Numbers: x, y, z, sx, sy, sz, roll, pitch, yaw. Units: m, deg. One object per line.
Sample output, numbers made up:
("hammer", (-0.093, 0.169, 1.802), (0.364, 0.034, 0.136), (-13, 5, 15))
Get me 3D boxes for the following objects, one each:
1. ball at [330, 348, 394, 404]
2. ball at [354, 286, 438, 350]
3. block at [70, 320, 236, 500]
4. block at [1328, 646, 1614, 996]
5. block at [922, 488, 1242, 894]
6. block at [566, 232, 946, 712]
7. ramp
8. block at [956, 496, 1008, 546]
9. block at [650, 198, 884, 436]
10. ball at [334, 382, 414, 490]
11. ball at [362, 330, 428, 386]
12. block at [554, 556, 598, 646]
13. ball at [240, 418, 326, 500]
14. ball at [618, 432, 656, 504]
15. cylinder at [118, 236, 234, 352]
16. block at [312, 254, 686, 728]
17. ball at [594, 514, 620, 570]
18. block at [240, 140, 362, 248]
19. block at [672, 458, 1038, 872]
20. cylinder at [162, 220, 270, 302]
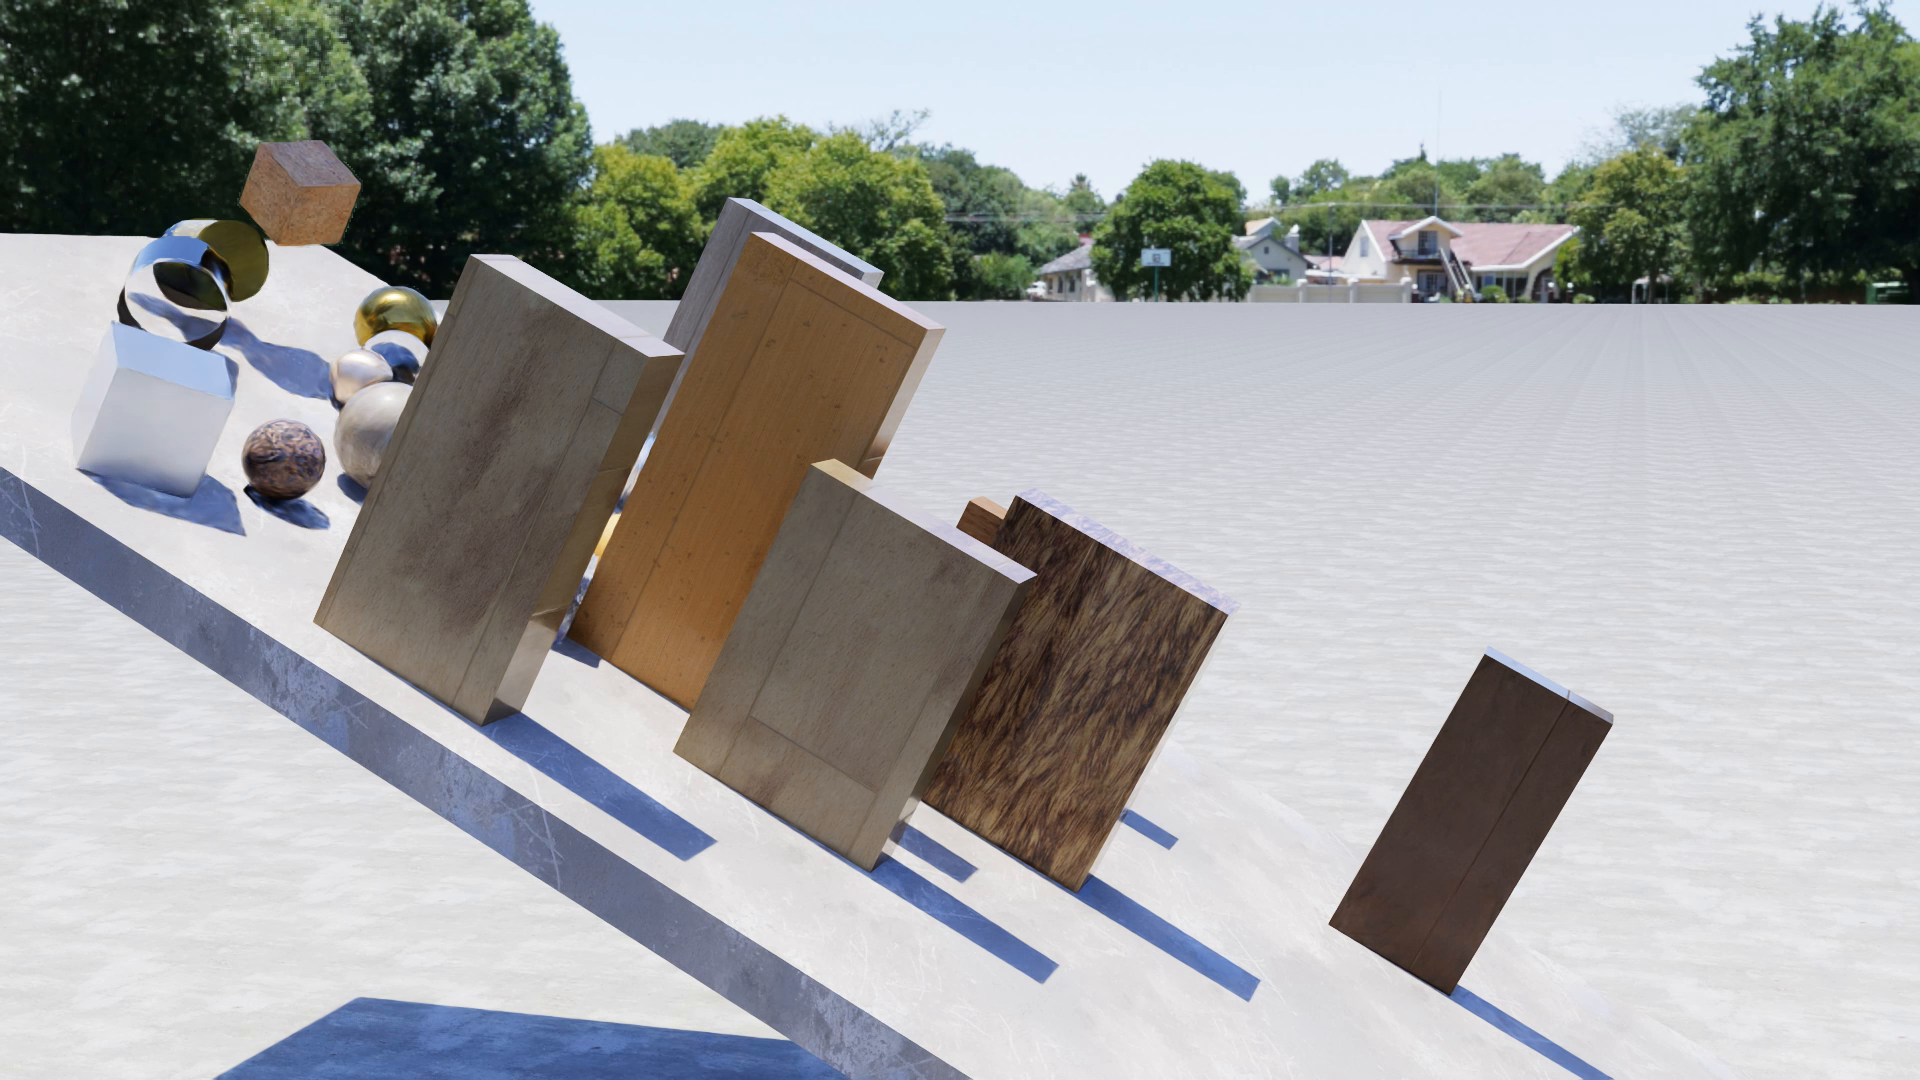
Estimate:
("ball", (-1.210, -0.324, 4.444), (0.124, 0.124, 0.124), (0, 7, 0))
("ball", (-1.233, -0.467, 4.810), (0.179, 0.179, 0.179), (0, 7, 0))
("block", (-1.343, -0.215, 3.653), (0.191, 0.191, 0.191), (19, 18, -32))
("block", (0.990, 0.547, 4.279), (0.269, 0.625, 0.099), (30, 14, 12))
("block", (0.170, 0.265, 3.907), (0.423, 0.573, 0.129), (30, 14, 12))
("block", (-0.359, -0.095, 3.789), (0.350, 0.789, 0.102), (30, 14, 12))
("ramp", (-0.230, 0.383, 4.152), (4.000, 0.100, 2.000), (30, 14, 12))
("block", (0.124, 0.197, 4.406), (0.426, 0.410, 0.094), (30, 14, 12))
("block", (-0.486, -0.421, 5.072), (0.368, 0.628, 0.136), (30, 14, 12))
("ball", (-1.051, -0.187, 4.069), (0.209, 0.209, 0.209), (0, 7, 0))
("ball", (-1.176, -0.360, 4.578), (0.154, 0.154, 0.154), (0, 7, 0))
("block", (-0.728, 0.080, 3.852), (0.133, 0.133, 0.133), (24, 14, -11))
("ball", (-1.173, -0.140, 3.815), (0.142, 0.142, 0.142), (0, 7, 0))
("ball", (-0.698, -0.158, 4.695), (0.167, 0.167, 0.167), (0, 7, 0))
("cylinder", (-1.517, -0.469, 4.260), (0.198, 0.198, 0.198), (-2, 22, -14))
("block", (-0.714, -0.077, 3.387), (0.327, 0.640, 0.128), (30, 14, 12))
("ball", (-0.637, 0.027, 4.166), (0.154, 0.154, 0.154), (0, 7, 0))
("block", (-1.360, -0.715, 4.535), (0.151, 0.151, 0.151), (45, 33, 22))
("block", (-0.175, 0.202, 3.568), (0.387, 0.542, 0.108), (30, 14, 12))
("cylinder", (-1.536, -0.574, 4.520), (0.169, 0.169, 0.169), (-6, 11, -42))
